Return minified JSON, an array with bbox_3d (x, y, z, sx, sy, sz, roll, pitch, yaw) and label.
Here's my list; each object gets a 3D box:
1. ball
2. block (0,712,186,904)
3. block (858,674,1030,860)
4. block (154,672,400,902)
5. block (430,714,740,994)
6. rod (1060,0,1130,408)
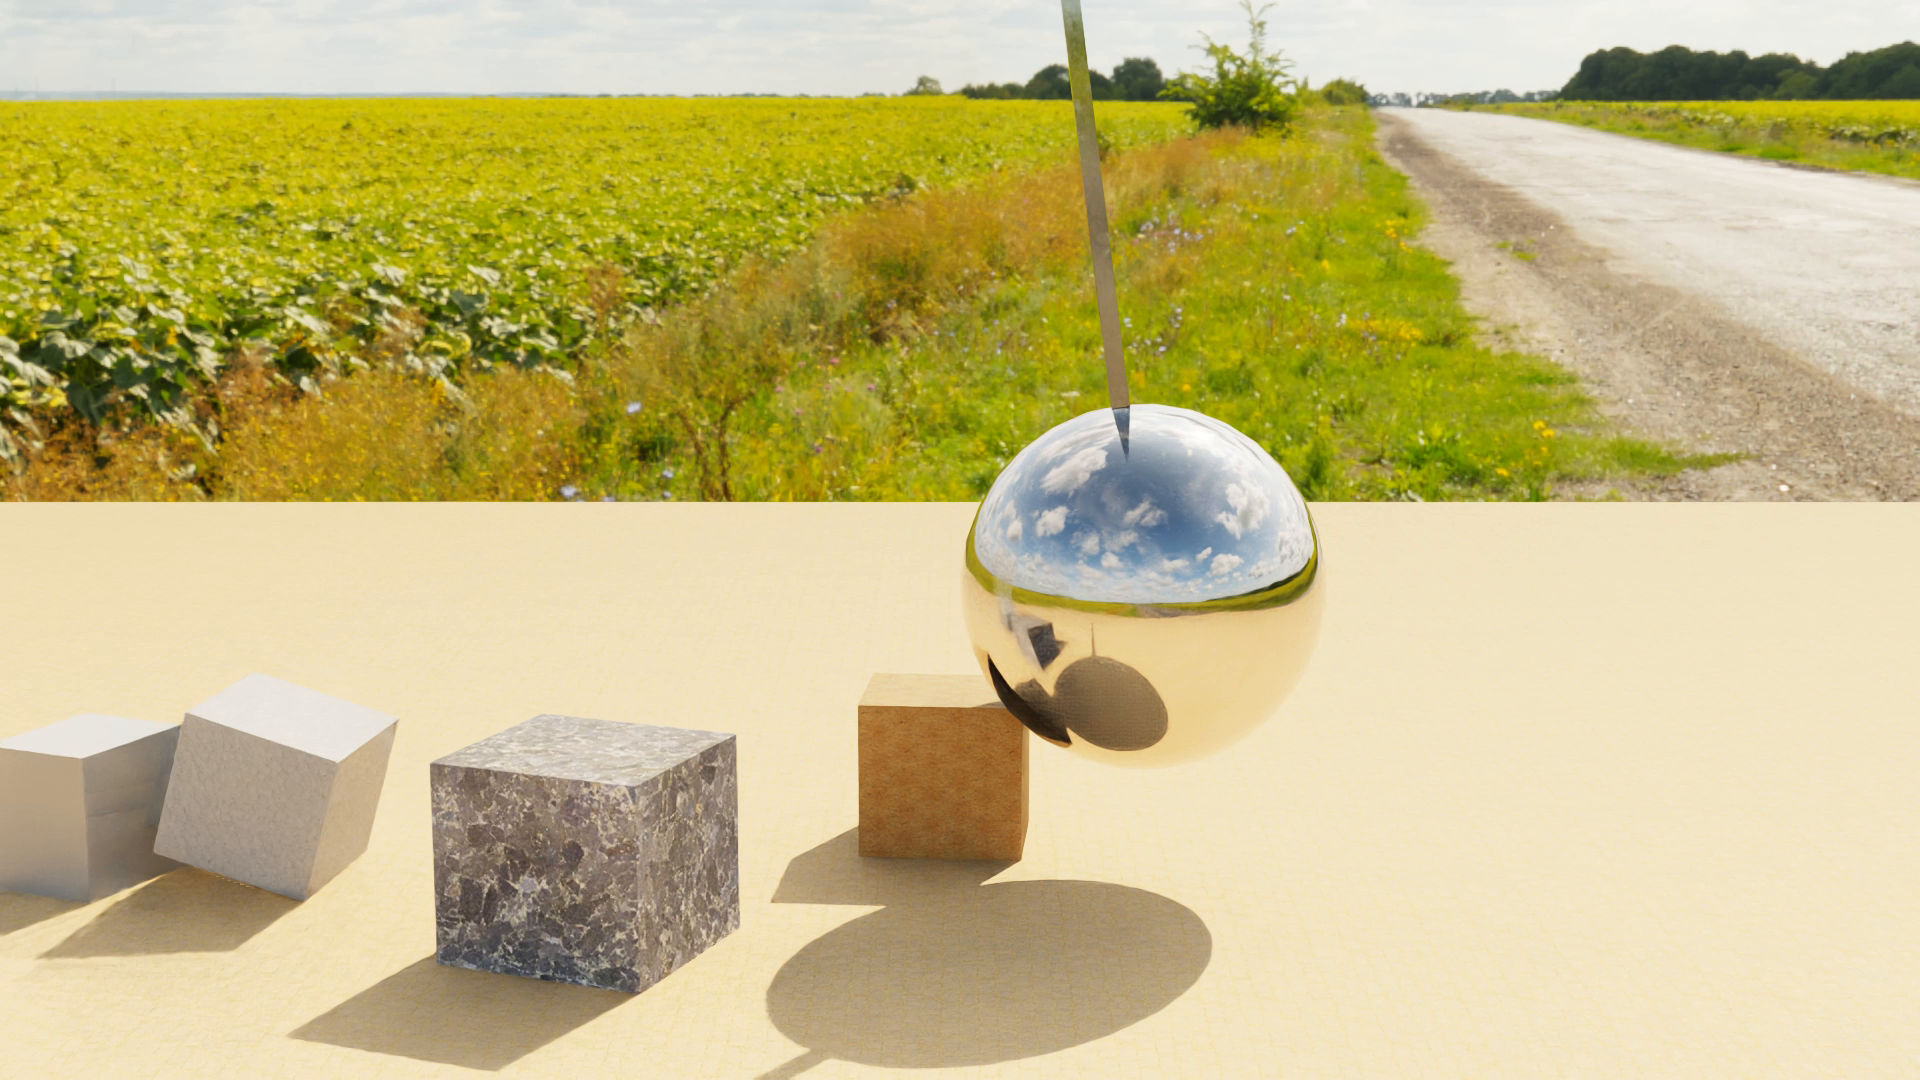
[{"bbox_3d":[0.799,0.203,11.217,1.600,1.600,1.600,0,10,0],"label":"ball"},{"bbox_3d":[-3.841,1.173,11.312,0.535,0.646,0.624,5,11,23],"label":"block"},{"bbox_3d":[-0.066,1.039,11.872,0.739,0.707,0.631,1,10,5],"label":"block"},{"bbox_3d":[-3.006,1.076,11.324,0.701,0.655,0.745,17,12,4],"label":"block"},{"bbox_3d":[-1.502,1.246,10.390,0.919,0.832,0.853,4,11,22],"label":"block"},{"bbox_3d":[0.346,-3.113,10.614,0.080,5.200,0.080,-8,10,1],"label":"rod"}]
